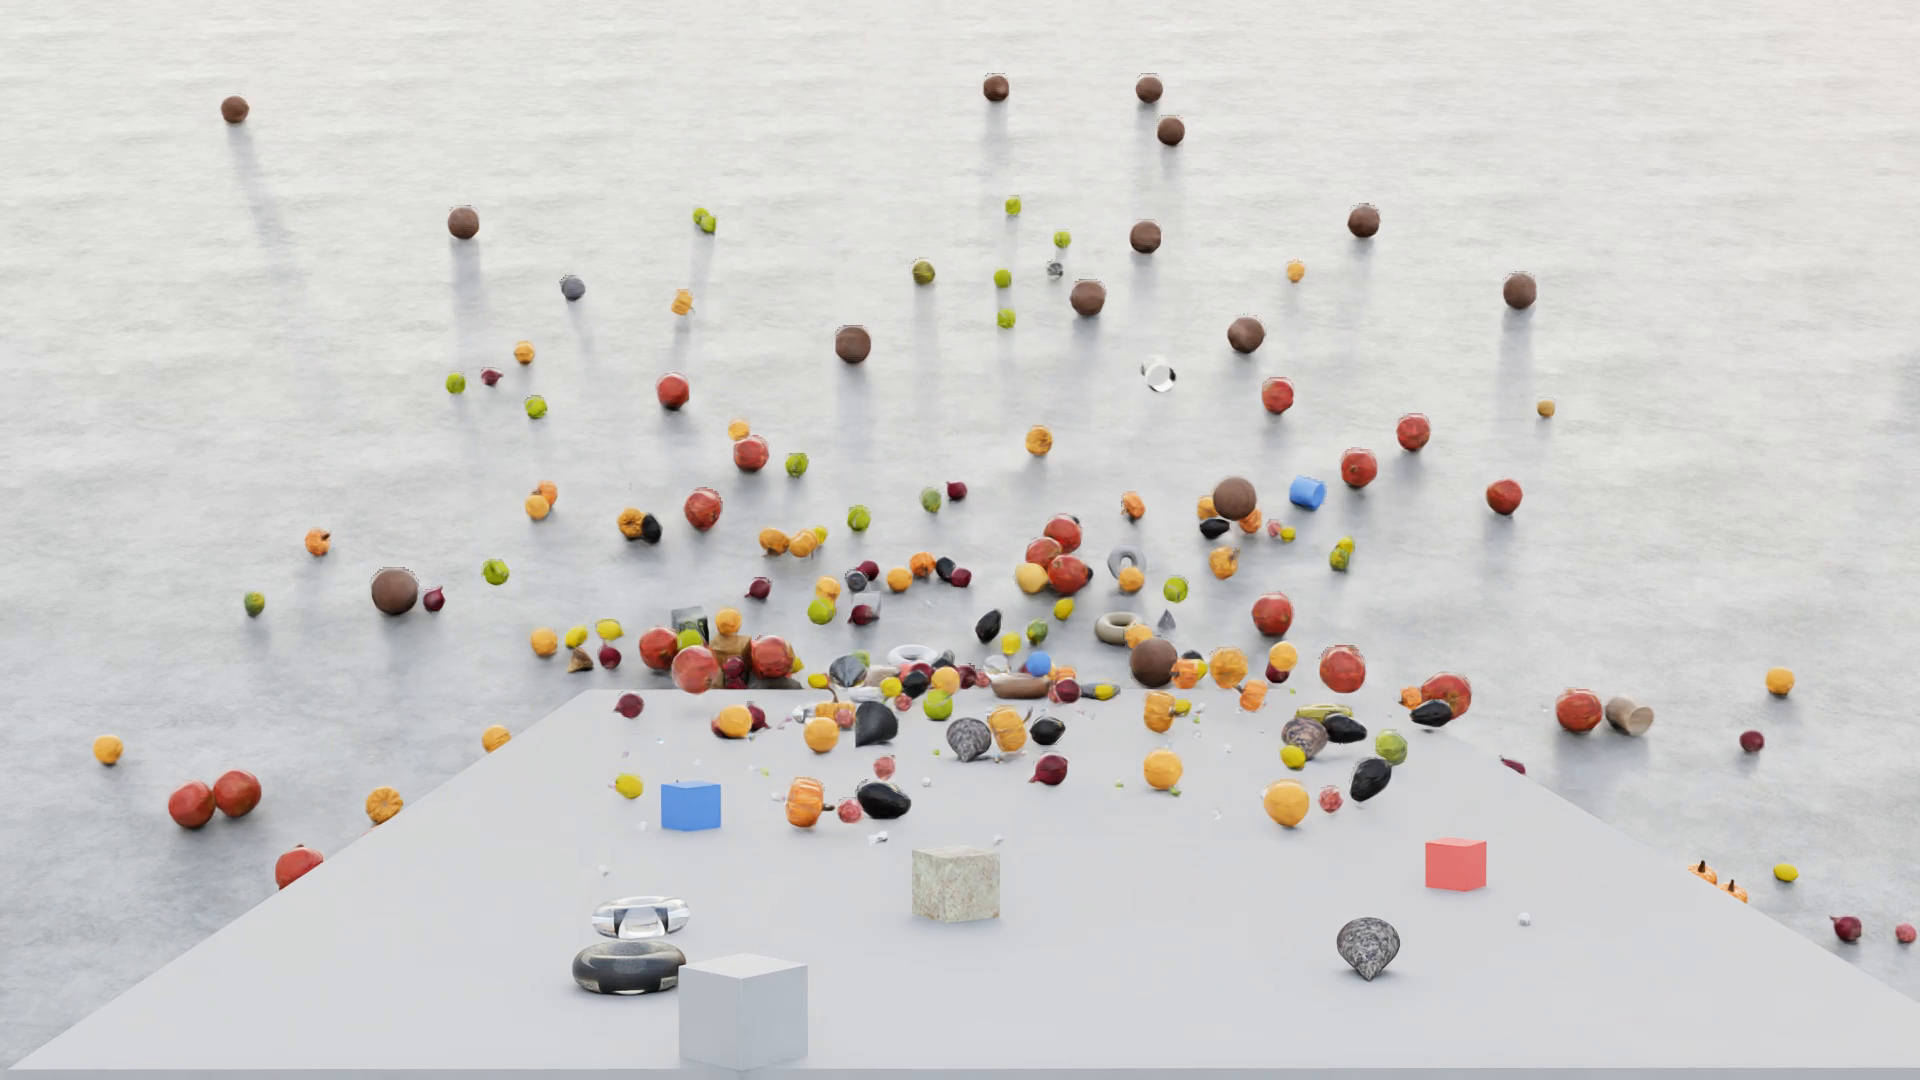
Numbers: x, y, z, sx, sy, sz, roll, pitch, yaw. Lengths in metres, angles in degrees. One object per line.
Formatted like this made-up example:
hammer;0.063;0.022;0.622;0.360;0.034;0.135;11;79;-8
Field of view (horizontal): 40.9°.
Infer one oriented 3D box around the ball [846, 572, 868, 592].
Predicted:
ball;-0.292;0.118;7.281;0.060;0.060;0.060;0;24;0

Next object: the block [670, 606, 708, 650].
block;-0.732;0.238;6.986;0.082;0.082;0.082;-8;25;-18

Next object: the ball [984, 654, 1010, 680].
ball;0.094;0.321;6.488;0.066;0.066;0.066;0;24;0

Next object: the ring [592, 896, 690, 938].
ring;-0.403;0.476;3.257;0.124;0.041;0.124;-3;0;0

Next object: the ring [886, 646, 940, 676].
ring;-0.126;0.323;6.840;0.145;0.048;0.145;1;23;0

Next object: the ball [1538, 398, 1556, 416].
ball;1.939;-0.437;8.519;0.060;0.060;0.060;0;24;0

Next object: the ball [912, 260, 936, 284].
ball;-0.137;-1.017;9.775;0.091;0.091;0.091;0;24;0

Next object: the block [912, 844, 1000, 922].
block;-0.005;0.451;3.382;0.084;0.084;0.084;-1;2;-32

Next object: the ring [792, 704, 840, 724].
ring;-0.322;0.390;5.778;0.108;0.036;0.108;-1;2;0

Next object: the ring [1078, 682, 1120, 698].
ring;0.342;0.370;6.343;0.103;0.034;0.103;-1;3;0

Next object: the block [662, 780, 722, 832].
block;-0.436;0.430;4.171;0.069;0.069;0.069;-2;3;-40

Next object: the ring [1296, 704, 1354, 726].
ring;0.807;0.388;5.705;0.128;0.043;0.128;-1;2;0

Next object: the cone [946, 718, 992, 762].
cone;0.013;0.412;5.059;0.092;0.092;0.092;2;29;6

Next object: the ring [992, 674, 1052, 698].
ring;0.153;0.362;6.371;0.150;0.050;0.150;-1;3;0

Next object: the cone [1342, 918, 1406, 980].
cone;0.474;0.490;2.987;0.074;0.074;0.074;6;43;14

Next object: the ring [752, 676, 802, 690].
ring;-0.473;0.395;6.680;0.135;0.045;0.135;3;25;-1

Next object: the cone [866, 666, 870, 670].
cone;-0.224;0.383;6.721;0.078;0.078;0.078;-8;52;-18

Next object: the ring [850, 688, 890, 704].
ring;-0.218;0.376;6.208;0.098;0.033;0.098;-1;3;0

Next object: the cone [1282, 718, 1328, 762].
cone;0.674;0.412;5.061;0.092;0.092;0.092;5;30;11

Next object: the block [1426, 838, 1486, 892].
block;0.694;0.453;3.602;0.062;0.062;0.062;2;3;38

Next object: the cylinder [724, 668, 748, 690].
cylinder;-0.587;0.367;6.732;0.055;0.055;0.055;5;25;12

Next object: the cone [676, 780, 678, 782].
cone;-0.477;0.431;4.348;0.055;0.055;0.055;0;2;0

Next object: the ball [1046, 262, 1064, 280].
ball;0.364;-1.028;9.830;0.066;0.066;0.066;0;24;0

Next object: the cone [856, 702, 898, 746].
cone;-0.193;0.401;5.331;0.098;0.098;0.098;10;33;22

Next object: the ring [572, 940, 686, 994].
ring;-0.377;0.487;2.940;0.131;0.044;0.131;0;3;0

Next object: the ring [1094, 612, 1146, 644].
ring;0.438;0.240;7.024;0.143;0.048;0.143;-1;24;0

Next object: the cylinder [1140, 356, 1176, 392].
cylinder;0.672;-0.566;8.764;0.096;0.096;0.096;-6;25;-12

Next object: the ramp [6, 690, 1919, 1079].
ramp;0.055;0.501;4.547;2.000;0.100;4.000;0;2;0

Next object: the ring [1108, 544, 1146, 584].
ring;0.475;0.067;7.343;0.115;0.115;0.038;-12;-7;-25

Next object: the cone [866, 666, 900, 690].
cone;-0.181;0.352;6.670;0.094;0.094;0.094;-30;0;42

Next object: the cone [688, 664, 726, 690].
cone;-0.664;0.354;6.661;0.096;0.096;0.096;3;-19;7

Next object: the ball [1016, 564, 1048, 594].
ball;0.202;0.108;7.262;0.087;0.087;0.087;0;24;0

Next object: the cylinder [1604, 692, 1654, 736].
cylinder;1.695;0.443;6.528;0.084;0.084;0.084;-13;27;-26

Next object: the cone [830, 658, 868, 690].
cone;-0.288;0.360;6.563;0.099;0.099;0.099;2;11;5

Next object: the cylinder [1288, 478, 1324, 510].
cylinder;1.055;-0.141;7.832;0.080;0.080;0.080;17;29;32

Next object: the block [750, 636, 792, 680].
block;-0.499;0.316;6.804;0.085;0.085;0.085;-10;24;-22

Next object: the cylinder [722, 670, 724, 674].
cylinder;-0.651;0.360;6.742;0.059;0.059;0.059;22;28;9

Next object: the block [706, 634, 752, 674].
block;-0.609;0.314;6.800;0.096;0.096;0.096;5;25;11

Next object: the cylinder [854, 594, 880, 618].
cylinder;-0.257;0.183;7.122;0.068;0.068;0.068;1;24;5

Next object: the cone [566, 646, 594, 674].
cone;-1.021;0.332;6.838;0.070;0.070;0.070;23;60;41

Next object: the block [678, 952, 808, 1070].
block;-0.219;0.475;2.599;0.092;0.092;0.092;2;3;41

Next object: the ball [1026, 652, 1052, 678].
ball;0.195;0.306;6.350;0.065;0.065;0.065;0;24;0

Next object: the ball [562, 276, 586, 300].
ball;-1.441;-0.937;9.600;0.088;0.088;0.088;0;24;0

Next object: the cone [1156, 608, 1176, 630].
cone;0.568;0.210;7.081;0.055;0.055;0.055;0;24;0

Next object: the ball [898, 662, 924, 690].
ball;-0.131;0.355;6.739;0.070;0.070;0.070;0;24;0
